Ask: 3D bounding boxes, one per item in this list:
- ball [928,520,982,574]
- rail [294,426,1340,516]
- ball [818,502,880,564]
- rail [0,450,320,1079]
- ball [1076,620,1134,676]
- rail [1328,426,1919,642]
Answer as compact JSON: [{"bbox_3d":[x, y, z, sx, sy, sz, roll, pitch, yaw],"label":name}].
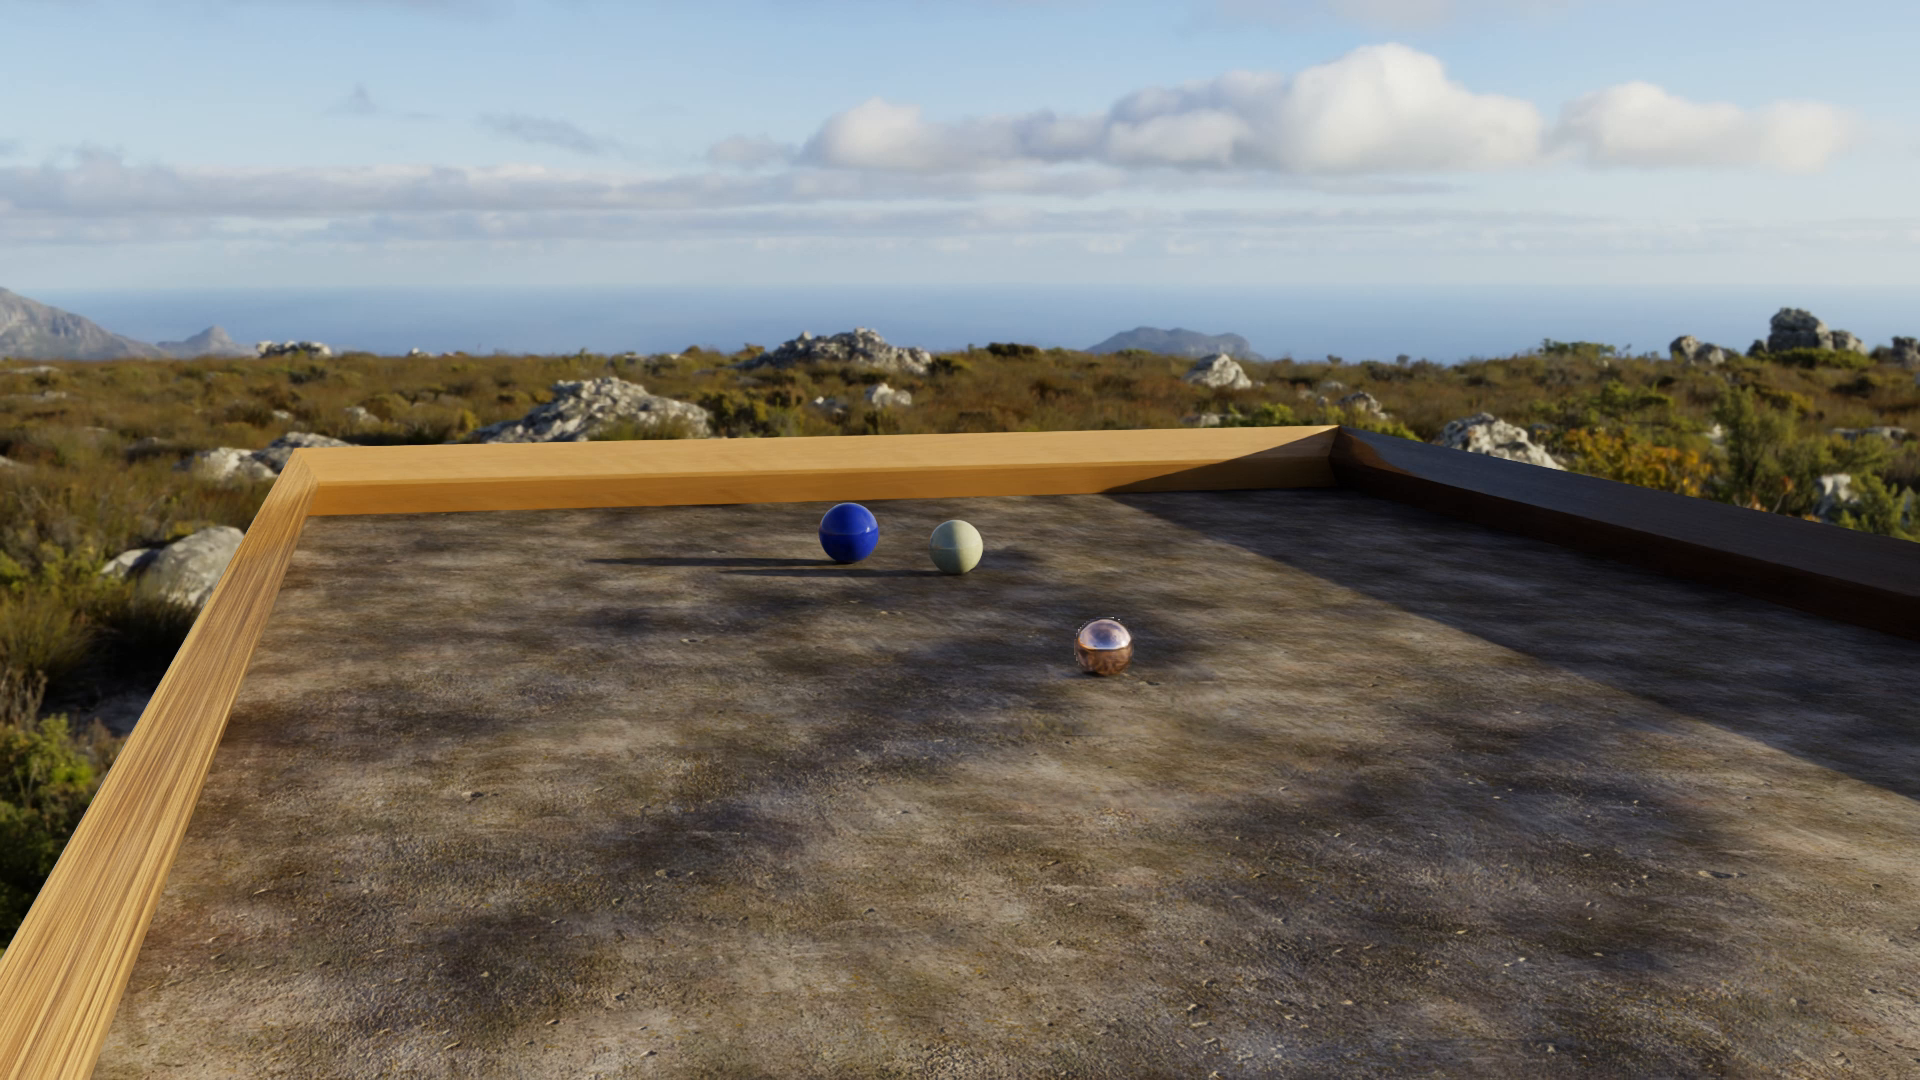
[{"bbox_3d":[-0.007,0.011,3.449,0.086,0.086,0.086,0,8,0],"label":"ball"},{"bbox_3d":[-0.221,-0.141,4.398,2.128,0.128,0.045,-2,8,-14],"label":"rail"},{"bbox_3d":[-0.180,-0.011,3.565,0.098,0.098,0.098,0,8,0],"label":"ball"},{"bbox_3d":[-0.783,0.141,2.342,0.045,0.128,3.811,-2,8,-14],"label":"rail"},{"bbox_3d":[0.175,0.130,2.650,0.068,0.068,0.068,0,8,0],"label":"ball"},{"bbox_3d":[1.237,0.073,2.832,0.045,0.128,3.811,-2,8,-14],"label":"rail"}]
